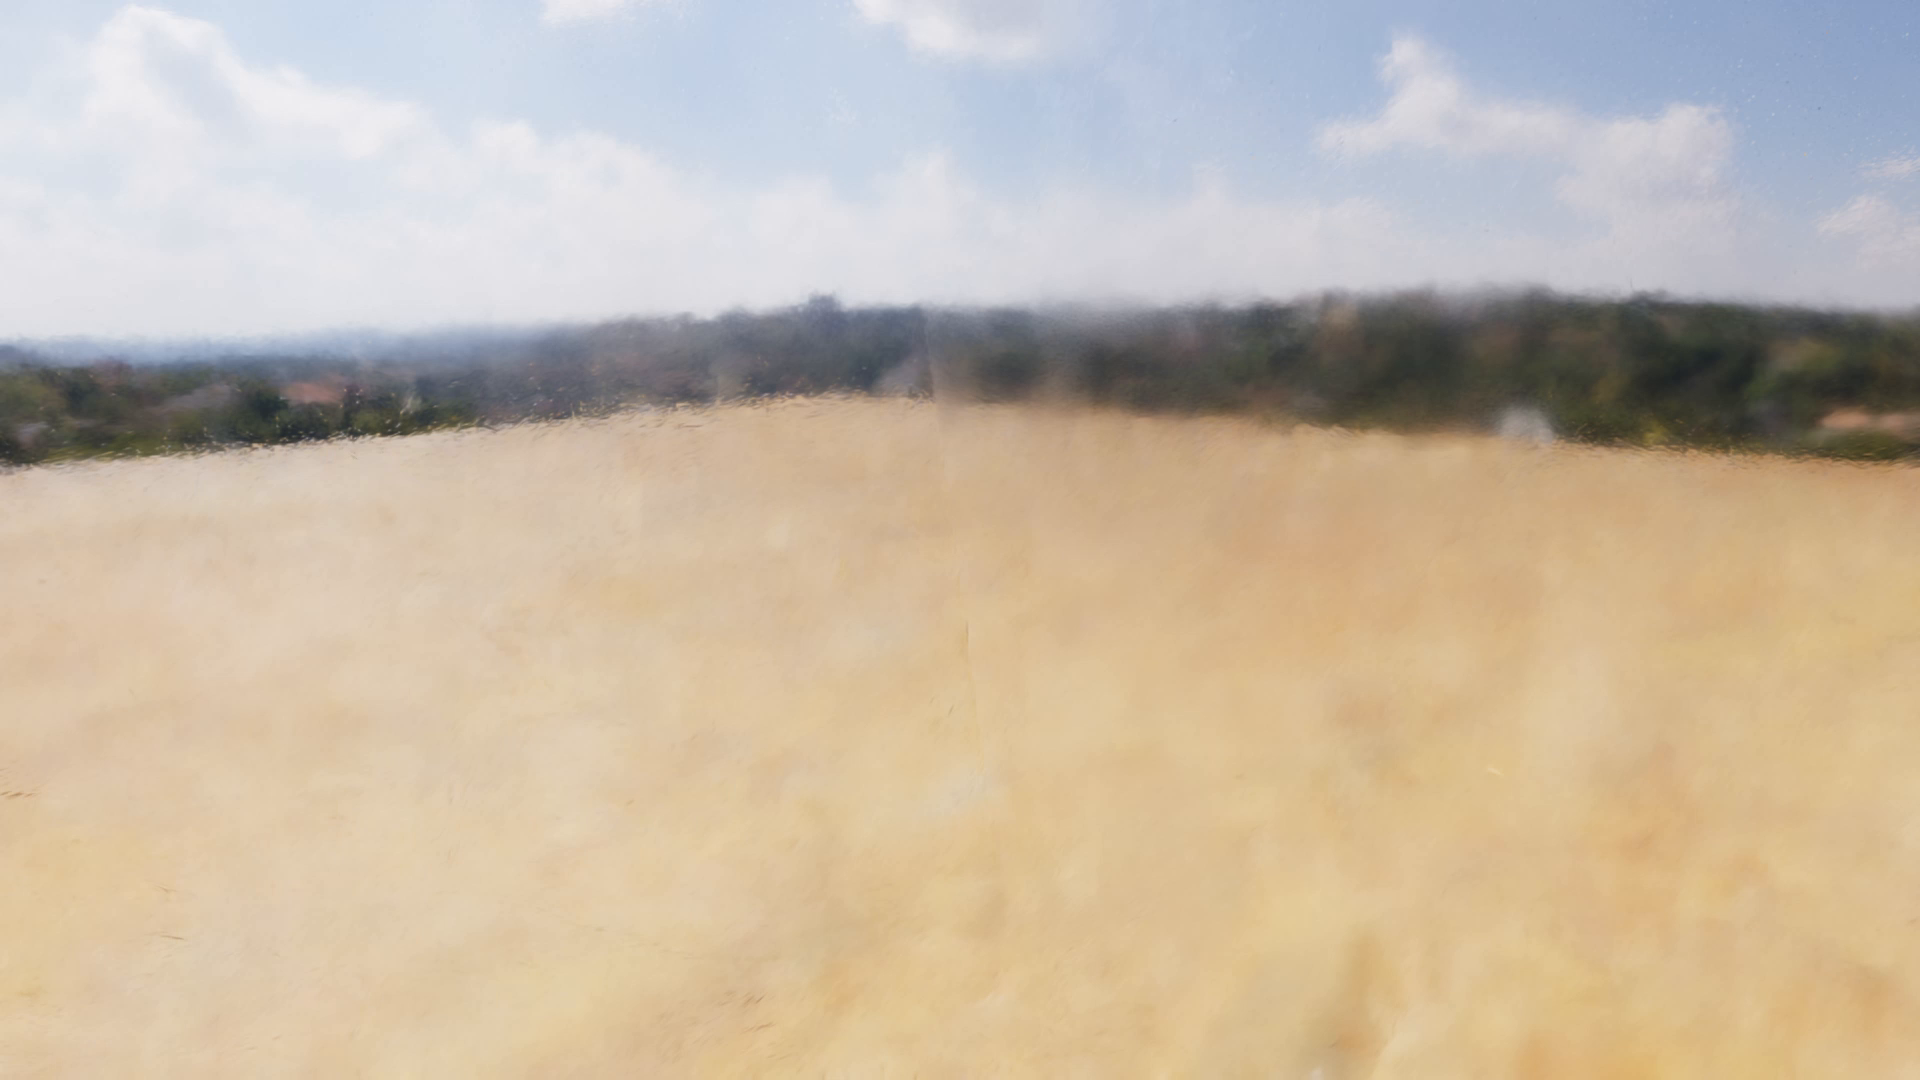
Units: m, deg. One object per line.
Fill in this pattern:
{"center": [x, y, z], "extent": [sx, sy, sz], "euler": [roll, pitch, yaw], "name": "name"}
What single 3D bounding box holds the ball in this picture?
{"center": [0.003, -0.006, 0.046], "extent": [0.080, 0.080, 0.080], "euler": [0, 4, 0], "name": "ball"}
